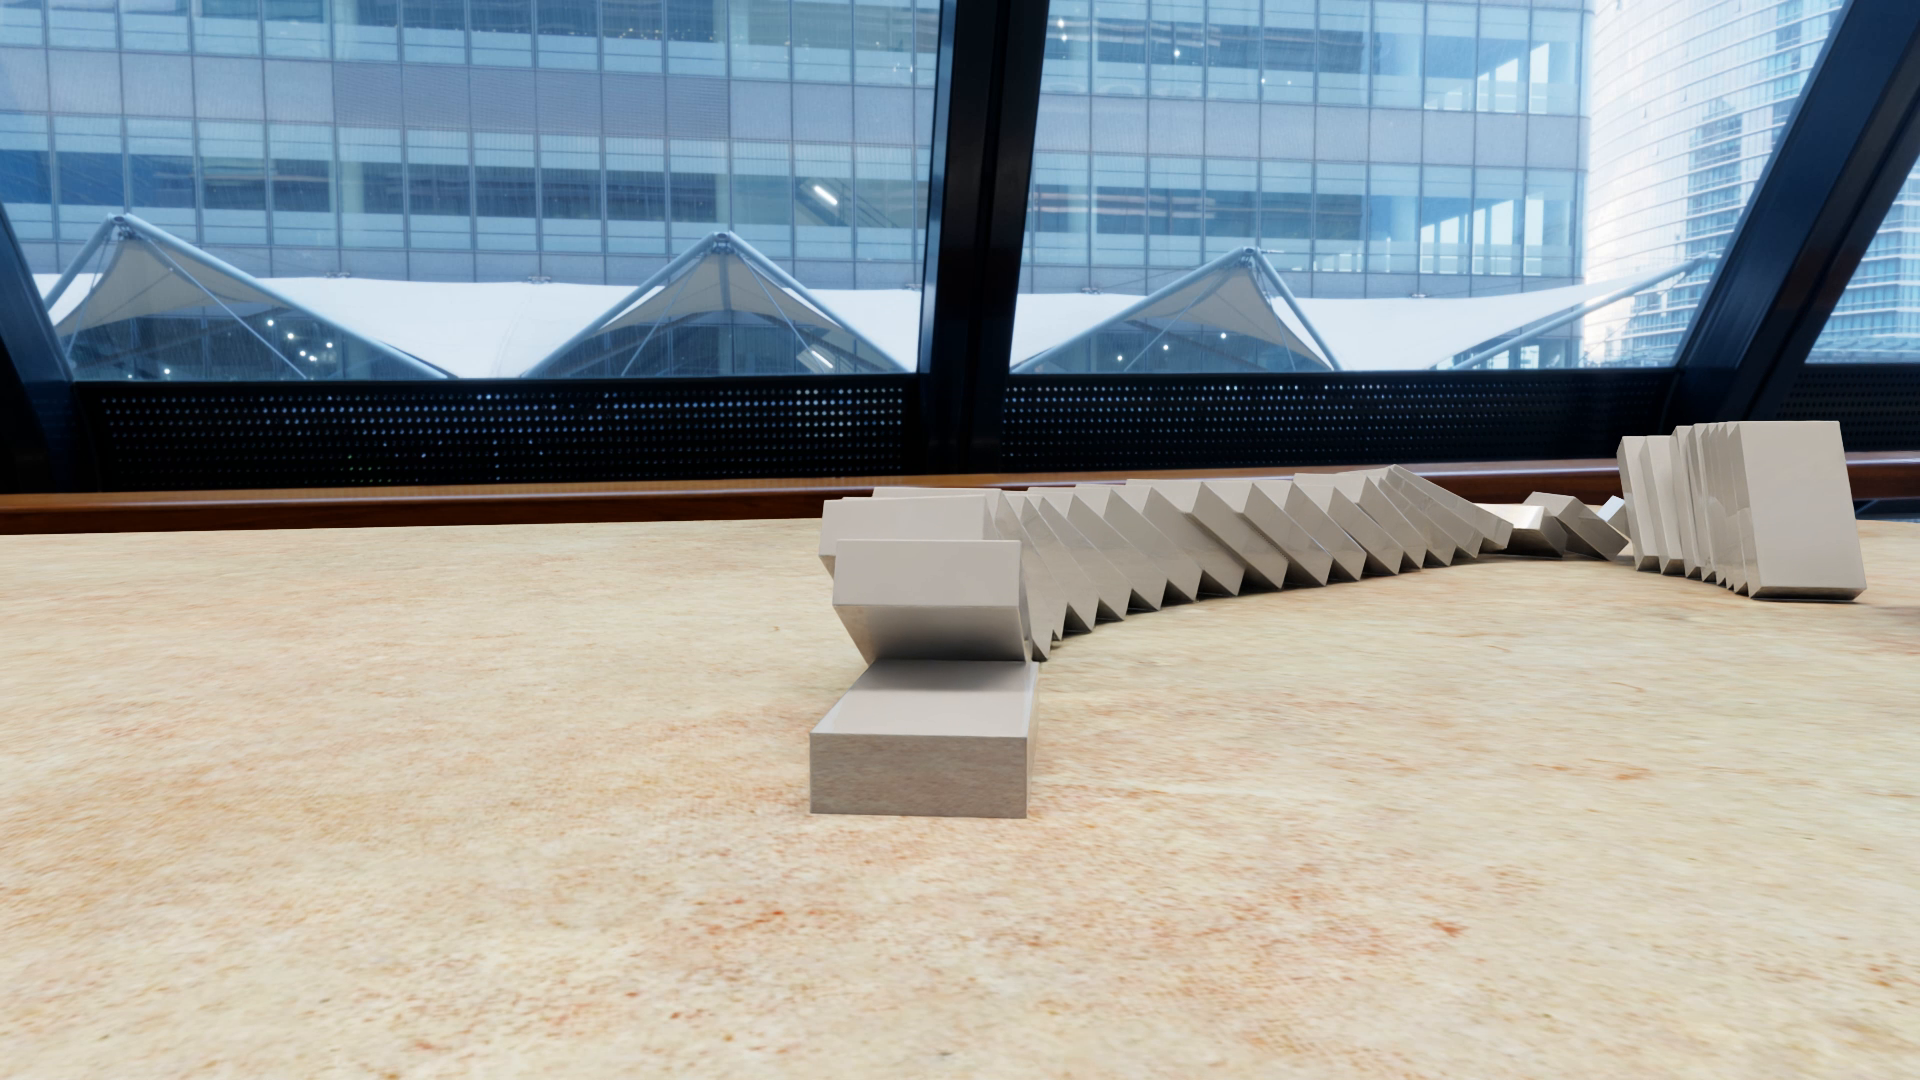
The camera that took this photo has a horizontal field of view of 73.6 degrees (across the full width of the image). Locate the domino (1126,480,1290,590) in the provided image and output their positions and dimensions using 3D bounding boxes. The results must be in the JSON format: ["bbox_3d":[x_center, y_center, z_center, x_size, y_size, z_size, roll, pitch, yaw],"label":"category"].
[{"bbox_3d":[0.069,-0.001,0.363,0.025,0.010,0.050,4,-22,46],"label":"domino"}]

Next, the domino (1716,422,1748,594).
[{"bbox_3d":[0.234,-0.009,0.366,0.025,0.050,0.009,1,-23,14],"label":"domino"}]

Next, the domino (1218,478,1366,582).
[{"bbox_3d":[0.101,-0.003,0.391,0.025,0.009,0.050,4,-22,46],"label":"domino"}]

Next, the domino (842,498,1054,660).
[{"bbox_3d":[-0.002,0.008,0.238,0.025,0.009,0.050,1,-26,22],"label":"domino"}]

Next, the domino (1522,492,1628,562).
[{"bbox_3d":[0.232,-0.006,0.488,0.025,0.009,0.050,41,8,3],"label":"domino"}]

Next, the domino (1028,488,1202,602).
[{"bbox_3d":[0.040,0.002,0.334,0.025,0.009,0.050,2,-23,40],"label":"domino"}]

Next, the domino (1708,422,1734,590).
[{"bbox_3d":[0.237,-0.010,0.376,0.025,0.050,0.010,1,-23,14],"label":"domino"}]

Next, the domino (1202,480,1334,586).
[{"bbox_3d":[0.086,-0.002,0.377,0.025,0.009,0.050,4,-22,46],"label":"domino"}]

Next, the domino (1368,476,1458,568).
[{"bbox_3d":[0.146,-0.006,0.441,0.050,0.010,0.025,31,-14,-33],"label":"domino"}]

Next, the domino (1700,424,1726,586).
[{"bbox_3d":[0.240,-0.011,0.386,0.025,0.050,0.009,1,-23,14],"label":"domino"}]

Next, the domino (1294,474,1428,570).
[{"bbox_3d":[0.131,-0.006,0.422,0.025,0.009,0.050,5,-22,45],"label":"domino"}]

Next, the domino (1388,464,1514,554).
[{"bbox_3d":[0.172,-0.010,0.467,0.050,0.009,0.025,25,-13,-7],"label":"domino"}]

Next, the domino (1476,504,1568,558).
[{"bbox_3d":[0.200,-0.004,0.488,0.050,0.010,0.025,4,-22,46],"label":"domino"}]

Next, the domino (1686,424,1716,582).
[{"bbox_3d":[0.242,-0.012,0.397,0.025,0.050,0.010,1,-23,14],"label":"domino"}]

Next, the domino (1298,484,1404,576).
[{"bbox_3d":[0.118,-0.003,0.408,0.025,0.009,0.050,4,-19,45],"label":"domino"}]

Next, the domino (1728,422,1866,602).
[{"bbox_3d":[0.231,-0.009,0.355,0.025,0.050,0.010,1,-23,14],"label":"domino"}]

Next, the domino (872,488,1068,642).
[{"bbox_3d":[0.003,0.006,0.254,0.025,0.009,0.050,2,-25,21],"label":"domino"}]

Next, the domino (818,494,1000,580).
[{"bbox_3d":[-0.005,0.009,0.215,0.025,0.009,0.050,-2,-27,10],"label":"domino"}]

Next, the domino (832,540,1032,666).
[{"bbox_3d":[-0.002,0.013,0.196,0.025,0.009,0.050,0,-20,5],"label":"domino"}]

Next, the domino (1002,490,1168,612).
[{"bbox_3d":[0.029,0.003,0.318,0.025,0.009,0.050,3,-22,38],"label":"domino"}]

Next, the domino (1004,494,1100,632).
[{"bbox_3d":[0.010,0.006,0.276,0.025,0.010,0.050,2,-24,26],"label":"domino"}]

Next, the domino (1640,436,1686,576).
[{"bbox_3d":[0.243,-0.012,0.423,0.025,0.050,0.009,1,-34,13],"label":"domino"}]

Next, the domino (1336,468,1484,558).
[{"bbox_3d":[0.158,-0.009,0.454,0.050,0.010,0.025,29,-14,-23],"label":"domino"}]

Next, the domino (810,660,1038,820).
[{"bbox_3d":[-0.003,0.025,0.171,0.025,0.010,0.050,0,4,5],"label":"domino"}]

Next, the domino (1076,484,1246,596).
[{"bbox_3d":[0.054,0.000,0.352,0.025,0.009,0.050,4,-22,45],"label":"domino"}]

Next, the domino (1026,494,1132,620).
[{"bbox_3d":[0.018,0.004,0.298,0.025,0.010,0.050,3,-23,33],"label":"domino"}]

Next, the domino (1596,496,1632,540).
[{"bbox_3d":[0.247,-0.004,0.466,0.025,0.009,0.050,41,17,15],"label":"domino"}]

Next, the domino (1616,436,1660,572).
[{"bbox_3d":[0.241,-0.013,0.436,0.025,0.050,0.009,1,-34,13],"label":"domino"}]

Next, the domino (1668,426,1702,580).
[{"bbox_3d":[0.243,-0.012,0.408,0.025,0.050,0.010,1,-25,13],"label":"domino"}]
